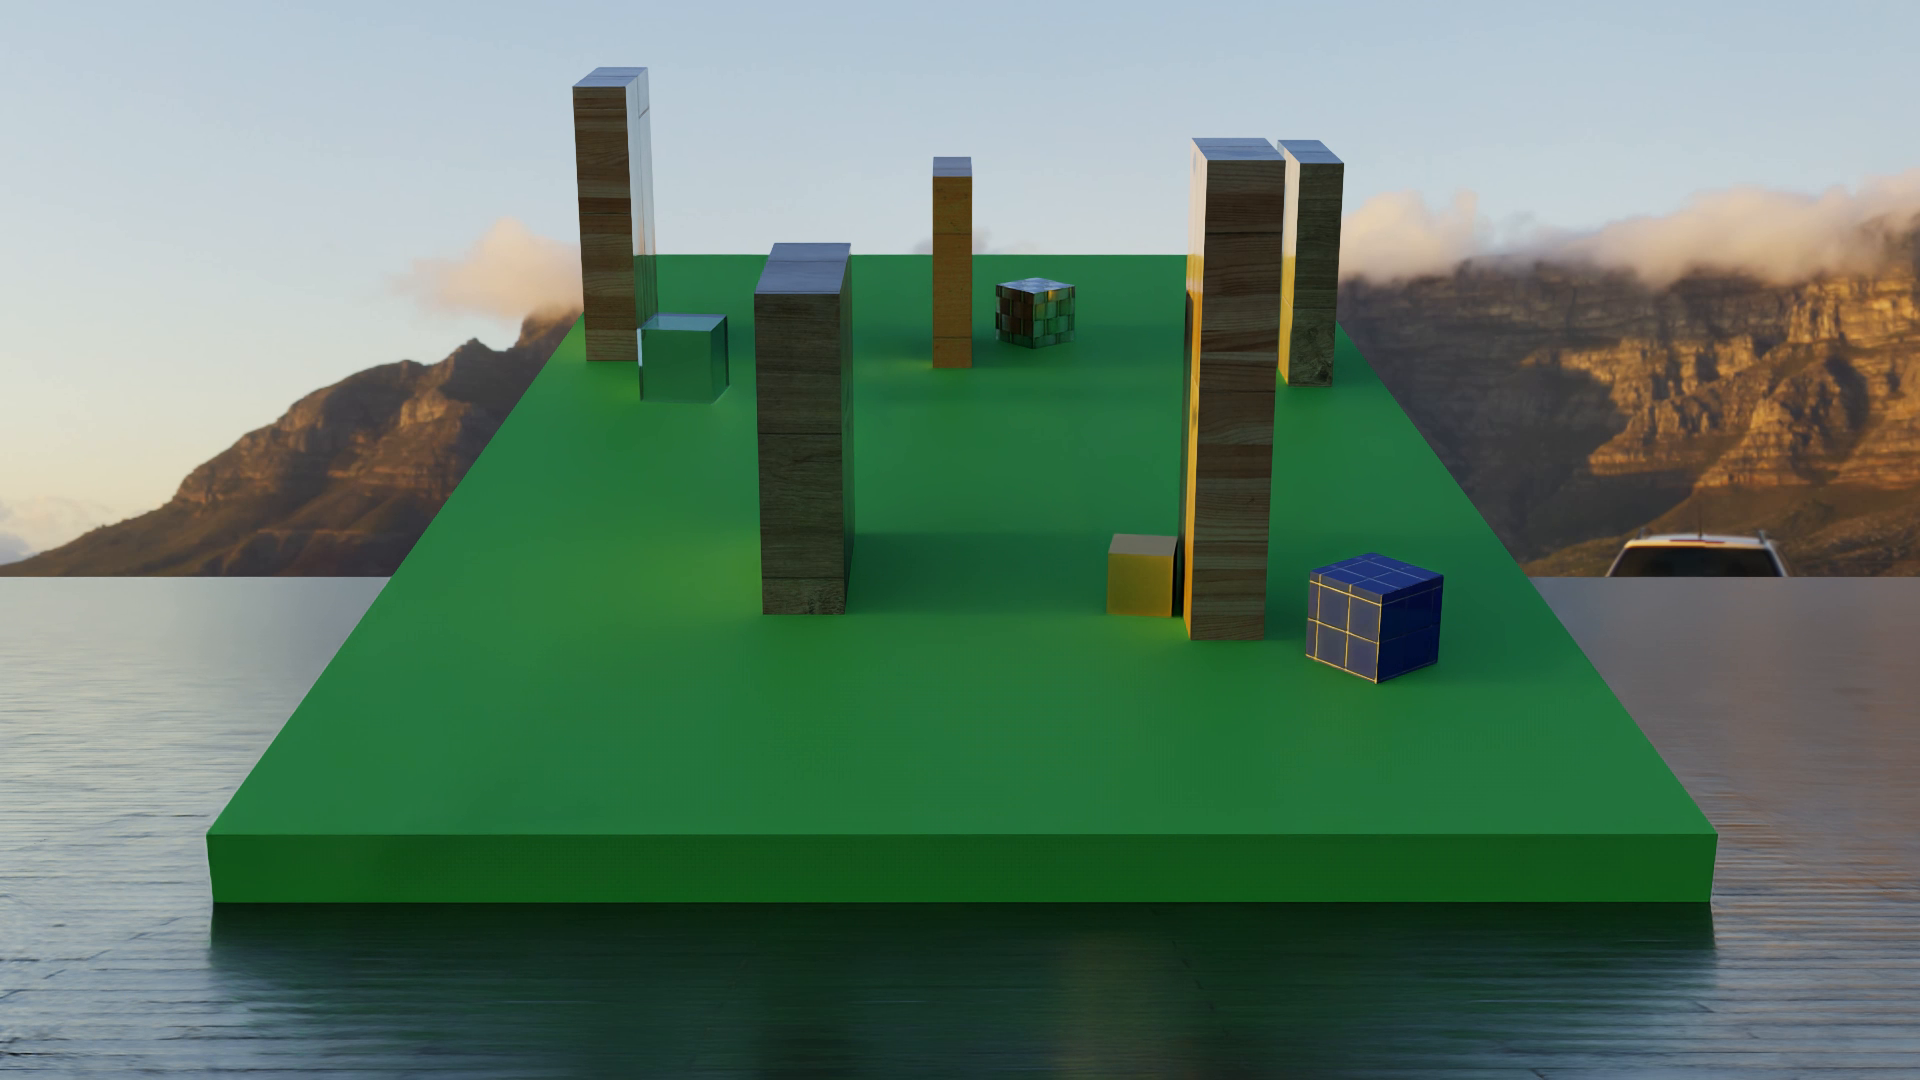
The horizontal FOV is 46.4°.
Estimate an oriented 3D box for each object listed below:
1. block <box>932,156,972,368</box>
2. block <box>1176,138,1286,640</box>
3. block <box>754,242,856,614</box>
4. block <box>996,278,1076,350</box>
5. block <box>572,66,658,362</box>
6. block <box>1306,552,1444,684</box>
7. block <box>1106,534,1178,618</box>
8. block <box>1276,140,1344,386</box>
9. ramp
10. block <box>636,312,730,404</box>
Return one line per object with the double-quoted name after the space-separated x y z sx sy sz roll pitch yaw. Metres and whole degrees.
-0.019 -0.684 5.483 0.094 0.461 0.313 0 18 0 "block"
0.435 -0.245 3.642 0.120 0.780 0.240 0 18 0 "block"
-0.263 -0.204 3.886 0.137 0.547 0.440 0 18 0 "block"
0.190 -0.575 5.663 0.142 0.142 0.142 -15 23 -38 "block"
-0.849 -0.814 5.556 0.125 0.662 0.407 0 18 0 "block"
0.655 0.122 3.543 0.147 0.147 0.147 -14 23 -37 "block"
0.309 0.060 3.789 0.109 0.109 0.109 3 18 9 "block"
0.819 -0.663 5.328 0.101 0.521 0.370 0 18 0 "block"
-0.004 -0.189 4.878 2.000 0.100 4.000 0 18 0 "ramp"
-0.633 -0.418 5.140 0.169 0.169 0.169 2 18 7 "block"
